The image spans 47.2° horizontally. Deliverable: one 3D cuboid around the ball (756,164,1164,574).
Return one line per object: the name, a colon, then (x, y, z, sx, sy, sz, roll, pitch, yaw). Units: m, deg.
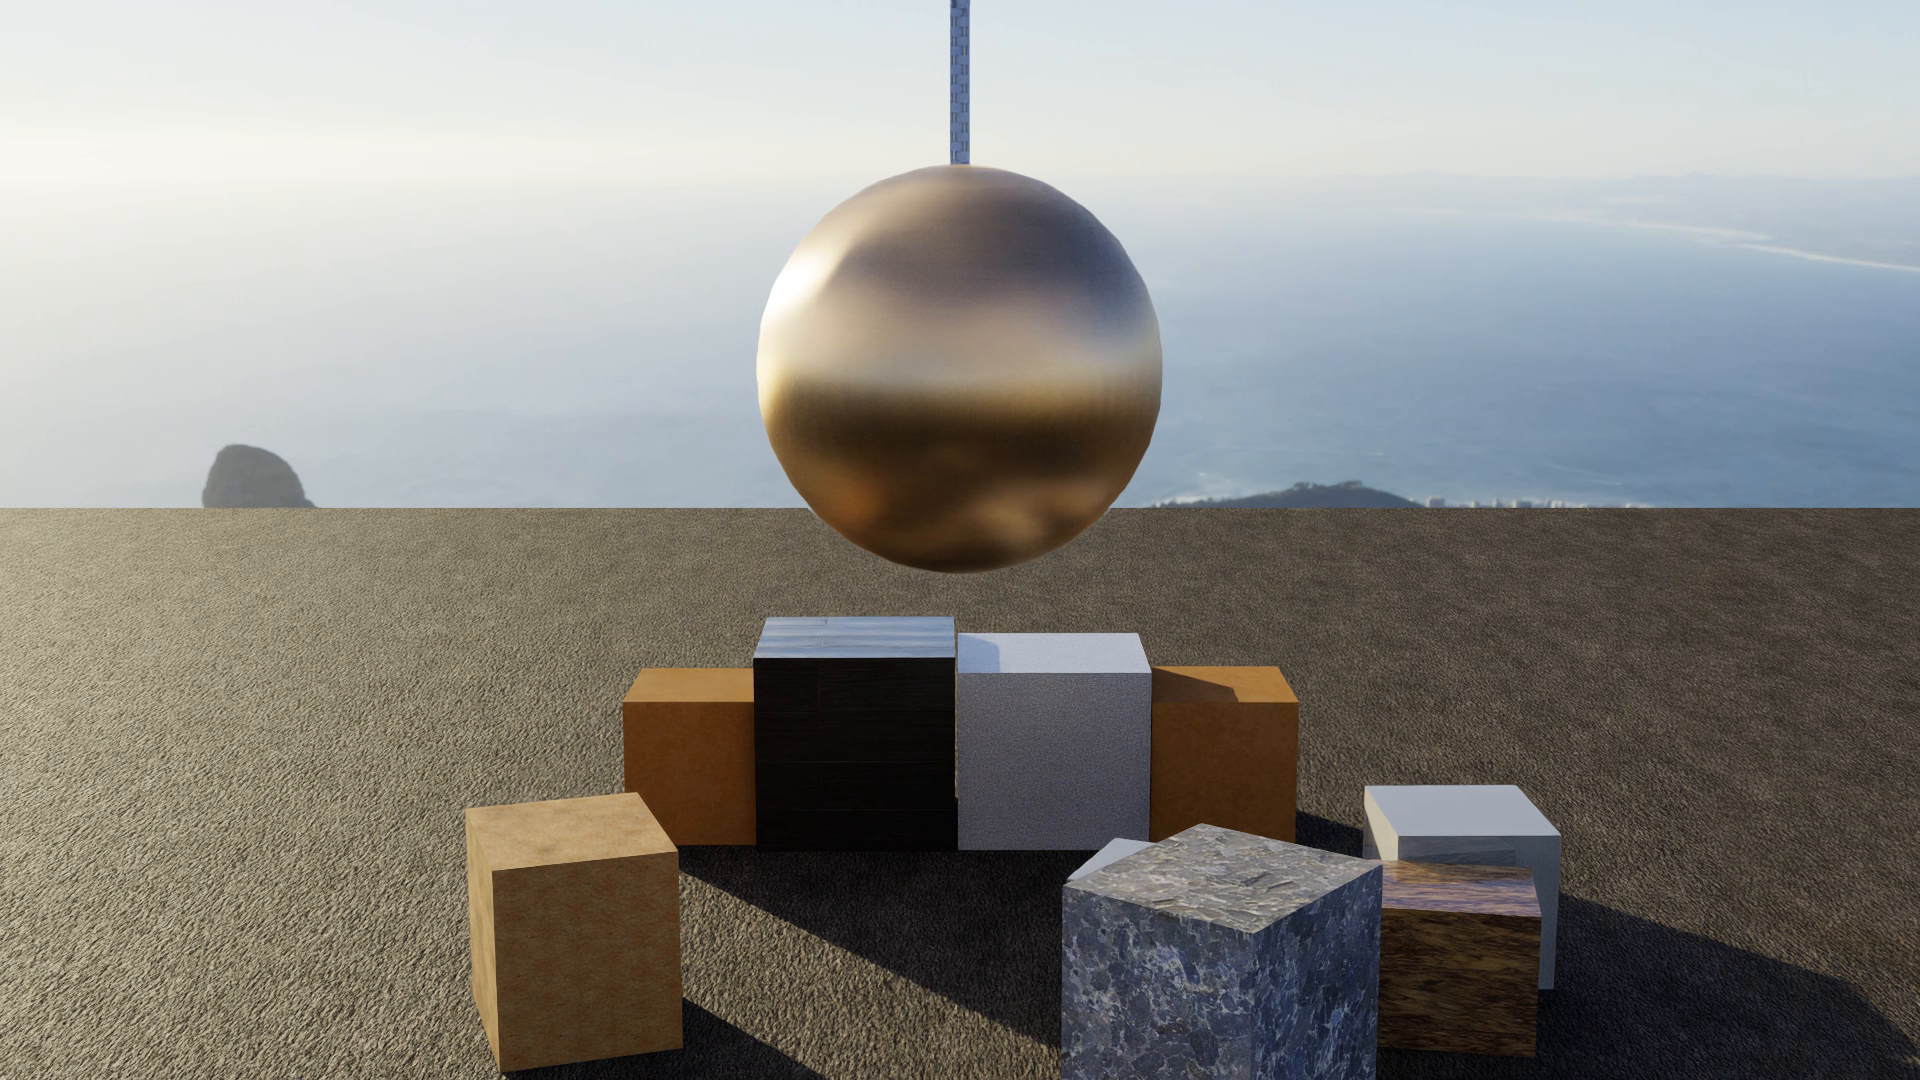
ball: (0.000, -0.669, 8.650, 1.600, 1.600, 1.600, 0, 10, 0)

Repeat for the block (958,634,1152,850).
block: (0.469, 1.026, 11.372, 0.958, 0.913, 0.884, 0, 10, 0)

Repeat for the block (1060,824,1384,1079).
block: (0.957, 1.646, 8.012, 0.782, 0.895, 0.922, 8, 13, 37)

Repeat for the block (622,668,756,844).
block: (-1.355, 1.110, 11.382, 0.657, 0.745, 0.706, 0, 10, 0)

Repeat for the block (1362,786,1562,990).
block: (2.145, 1.488, 9.503, 0.676, 0.672, 0.718, 0, 10, -1)

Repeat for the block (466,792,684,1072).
block: (-1.556, 1.546, 8.814, 0.709, 0.805, 0.825, -4, 11, -19)

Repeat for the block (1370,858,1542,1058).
block: (1.963, 1.664, 8.815, 0.647, 0.572, 0.587, 2, 10, 10)

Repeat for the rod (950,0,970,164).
rod: (0.000, -3.982, 9.413, 0.080, 5.200, 0.080, 0, -13, 0)

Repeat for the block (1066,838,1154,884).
block: (0.828, 1.621, 9.085, 0.610, 0.561, 0.580, 5, 11, 23)

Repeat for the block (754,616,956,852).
block: (-0.525, 0.984, 11.364, 0.993, 0.997, 0.940, 0, 10, -1)

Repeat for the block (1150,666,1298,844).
block: (1.320, 1.108, 11.368, 0.729, 0.752, 0.759, 0, 10, 0)
